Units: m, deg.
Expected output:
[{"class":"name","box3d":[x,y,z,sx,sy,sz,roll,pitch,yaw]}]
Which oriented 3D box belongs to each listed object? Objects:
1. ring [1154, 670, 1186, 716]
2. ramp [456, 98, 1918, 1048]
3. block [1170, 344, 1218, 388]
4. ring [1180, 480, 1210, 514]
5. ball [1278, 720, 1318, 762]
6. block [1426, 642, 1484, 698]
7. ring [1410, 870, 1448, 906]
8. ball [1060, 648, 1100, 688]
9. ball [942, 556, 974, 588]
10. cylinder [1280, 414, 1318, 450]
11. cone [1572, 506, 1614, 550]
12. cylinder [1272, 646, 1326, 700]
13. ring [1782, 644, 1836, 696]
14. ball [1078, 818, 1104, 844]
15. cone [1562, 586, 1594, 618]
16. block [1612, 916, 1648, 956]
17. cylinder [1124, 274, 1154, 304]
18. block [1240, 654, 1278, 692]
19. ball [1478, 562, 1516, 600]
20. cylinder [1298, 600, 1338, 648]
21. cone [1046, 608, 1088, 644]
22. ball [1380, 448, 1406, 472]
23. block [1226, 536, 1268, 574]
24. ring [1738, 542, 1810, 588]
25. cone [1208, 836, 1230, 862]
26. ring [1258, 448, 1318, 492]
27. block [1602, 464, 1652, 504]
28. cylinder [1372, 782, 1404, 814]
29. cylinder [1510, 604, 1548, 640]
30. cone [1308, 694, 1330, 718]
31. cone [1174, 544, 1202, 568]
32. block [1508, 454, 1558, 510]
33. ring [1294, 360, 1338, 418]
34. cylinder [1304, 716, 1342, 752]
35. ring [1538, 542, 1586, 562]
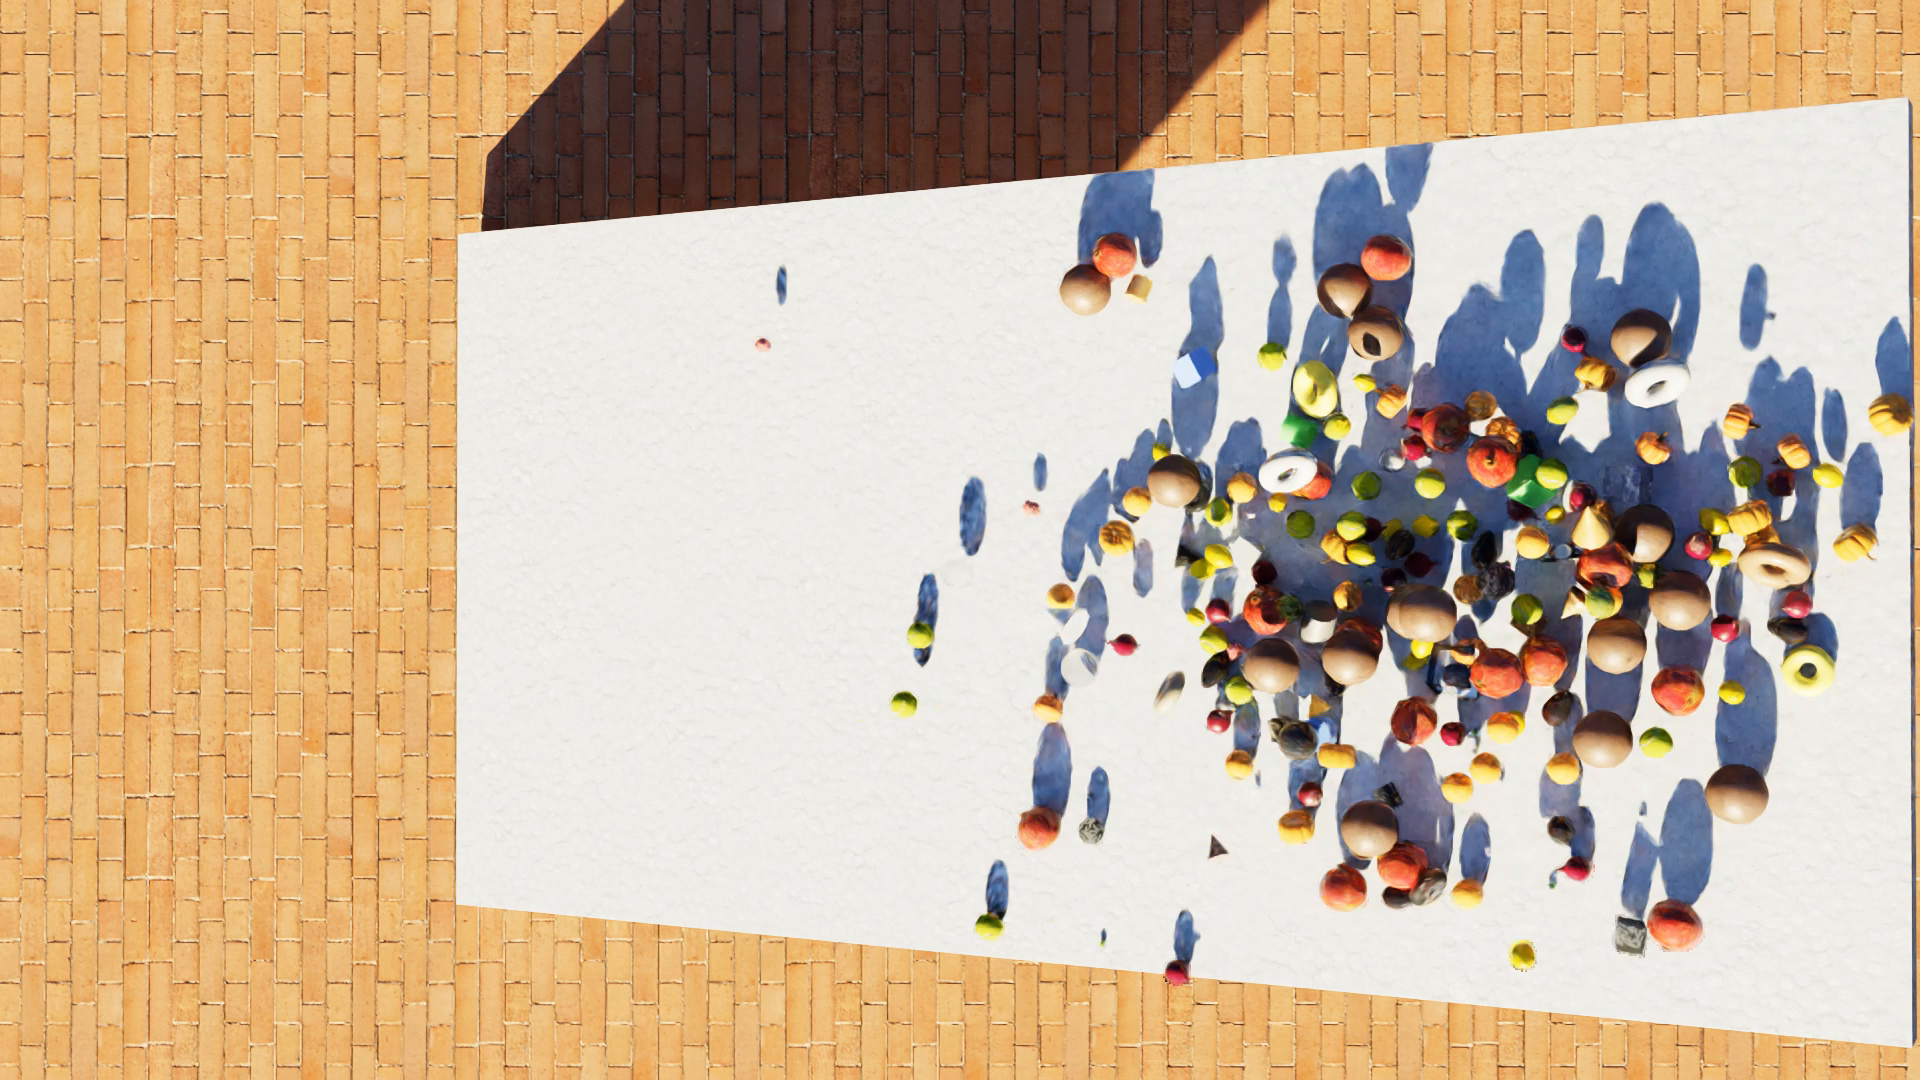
[{"class":"ring","box3d":[0.504,0.367,5.296,0.040,0.120,0.120,27,89,-3]},{"class":"ramp","box3d":[0.273,0.076,5.639,4.000,0.100,2.000,0,89,29]},{"class":"block","box3d":[0.570,-0.422,5.354,0.069,0.069,0.069,-31,94,-39]},{"class":"ring","box3d":[0.576,-0.108,5.400,0.083,0.028,0.083,-2,86,30]},{"class":"ball","box3d":[0.791,0.469,5.145,0.096,0.096,0.096,0,89,0]},{"class":"block","box3d":[1.108,0.292,4.924,0.095,0.095,0.095,6,76,27]},{"class":"ring","box3d":[1.079,0.802,5.066,0.102,0.102,0.034,-45,51,0]},{"class":"ball","box3d":[0.300,0.321,5.509,0.097,0.097,0.097,0,89,0]},{"class":"ball","box3d":[-0.006,0.083,5.663,0.085,0.085,0.085,0,89,0]},{"class":"cylinder","box3d":[0.808,-0.259,5.251,0.066,0.066,0.066,25,89,27]},{"class":"cone","box3d":[1.360,-0.044,4.743,0.091,0.091,0.091,-27,134,0]},{"class":"cylinder","box3d":[0.804,0.316,5.218,0.093,0.093,0.093,34,90,6]},{"class":"ring","box3d":[1.815,0.279,4.704,0.110,0.037,0.110,-1,88,34]},{"class":"ball","box3d":[0.328,0.730,5.507,0.066,0.066,0.066,0,89,0]},{"class":"cone","box3d":[1.357,0.150,4.876,0.070,0.070,0.070,38,116,0]},{"class":"block","box3d":[1.476,0.872,4.843,0.057,0.057,0.057,10,104,8]},{"class":"cylinder","box3d":[0.442,-0.619,5.430,0.055,0.055,0.055,23,82,0]},{"class":"block","box3d":[0.726,0.320,5.290,0.068,0.068,0.068,-24,78,27]},{"class":"ball","box3d":[1.209,0.092,4.954,0.085,0.085,0.085,0,89,0]},{"class":"cylinder","box3d":[0.846,0.198,5.193,0.079,0.079,0.079,6,129,0]},{"class":"cone","box3d":[0.249,0.193,5.463,0.100,0.100,0.100,31,89,31]},{"class":"ball","box3d":[1.011,-0.187,5.142,0.059,0.059,0.059,0,89,0]},{"class":"block","box3d":[0.694,0.035,5.312,0.065,0.065,0.065,40,108,23]},{"class":"ring","box3d":[1.738,0.053,4.694,0.150,0.150,0.050,22,67,0]},{"class":"cone","box3d":[0.611,0.732,5.263,0.058,0.058,0.058,-15,70,0]},{"class":"ring","box3d":[0.752,-0.159,5.046,0.139,0.139,0.046,-14,56,0]},{"class":"block","box3d":[1.478,-0.124,4.866,0.080,0.080,0.080,5,92,35]},{"class":"cylinder","box3d":[1.000,0.602,5.143,0.053,0.053,0.053,-40,59,0]},{"class":"cylinder","box3d":[1.289,0.186,4.984,0.059,0.059,0.059,39,90,24]},{"class":"cone","box3d":[0.836,0.402,5.190,0.056,0.056,0.056,36,101,0]},{"class":"cone","box3d":[0.563,0.045,5.405,0.066,0.066,0.066,10,89,2]},{"class":"block","box3d":[1.288,-0.131,4.946,0.077,0.077,0.077,23,54,-17]},{"class":"ring","box3d":[0.843,-0.358,5.218,0.046,0.138,0.138,-14,89,-27]},{"class":"cylinder","box3d":[0.852,0.460,5.212,0.080,0.080,0.080,0,89,29]},{"class":"ring","box3d":[1.349,0.026,4.925,0.108,0.108,0.036,-10,89,0]}]
